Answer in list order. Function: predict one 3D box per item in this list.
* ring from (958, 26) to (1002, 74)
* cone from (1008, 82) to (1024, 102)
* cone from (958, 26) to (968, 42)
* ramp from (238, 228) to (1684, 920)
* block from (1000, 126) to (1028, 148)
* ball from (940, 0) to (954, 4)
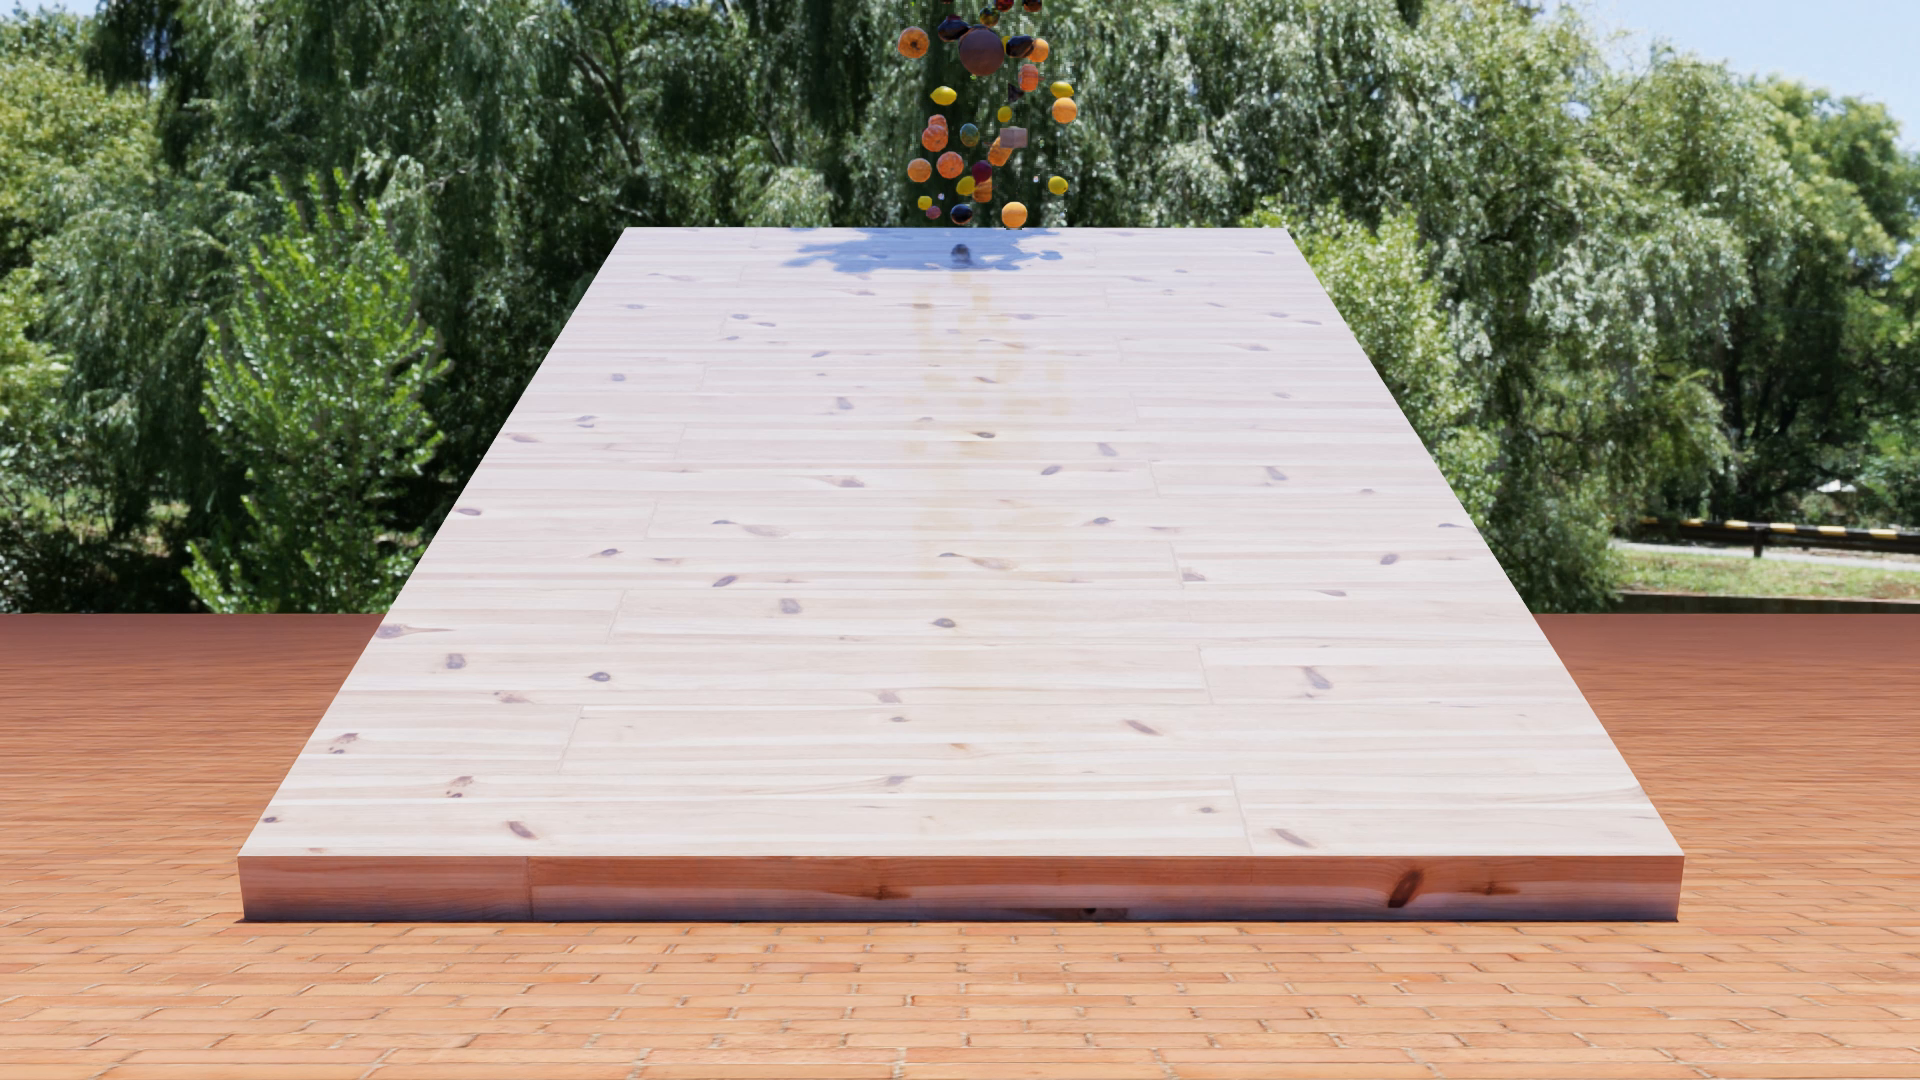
[{"bbox_3d":[0.060,-1.419,6.575,0.147,0.147,0.049,-1,25,40],"label":"ring"},{"bbox_3d":[0.151,-1.305,6.580,0.053,0.053,0.053,-27,24,13],"label":"cone"},{"bbox_3d":[0.050,-1.509,6.852,0.083,0.083,0.083,7,2,29],"label":"cone"},{"bbox_3d":[-0.005,-0.209,5.029,2.000,0.100,4.000,0,20,0],"label":"ramp"},{"bbox_3d":[0.153,-1.146,6.468,0.054,0.054,0.054,-16,23,-41],"label":"block"},{"bbox_3d":[-0.036,-1.540,6.390,0.060,0.060,0.060,0,-2,0],"label":"ball"}]
